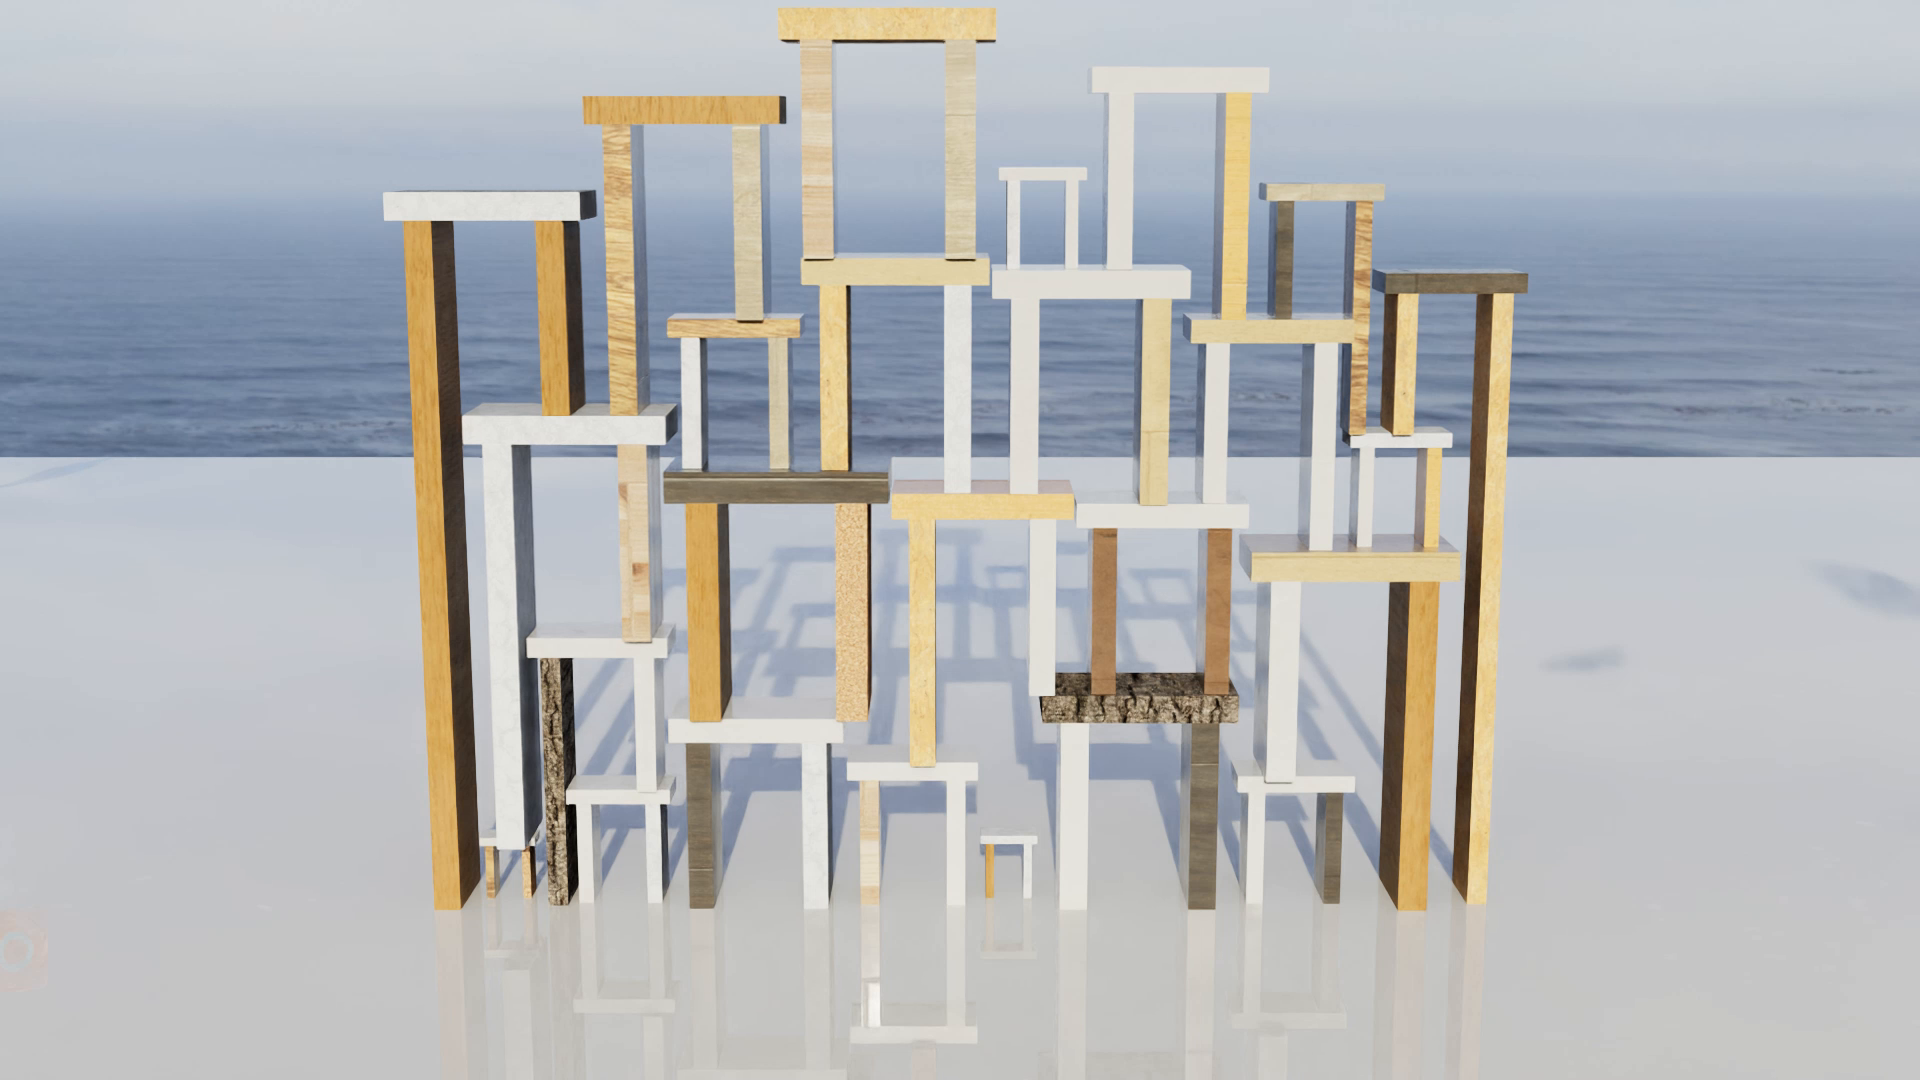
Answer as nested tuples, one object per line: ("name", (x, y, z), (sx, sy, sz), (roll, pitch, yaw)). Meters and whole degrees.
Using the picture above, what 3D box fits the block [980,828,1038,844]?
("block", (0.081, 0.491, 3.653), (0.094, 0.013, 0.047), (0, 11, 0))

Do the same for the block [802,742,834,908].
("block", (-0.235, 0.452, 3.640), (0.040, 0.281, 0.140), (0, 11, 0))

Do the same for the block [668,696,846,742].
("block", (-0.329, 0.295, 3.611), (0.281, 0.040, 0.140), (0, 11, 0))

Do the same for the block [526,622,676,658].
("block", (-0.583, 0.163, 3.589), (0.225, 0.032, 0.113), (0, 11, 0))

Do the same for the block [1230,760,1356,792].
("block", (0.548, 0.390, 3.630), (0.191, 0.027, 0.095), (0, 11, 0))

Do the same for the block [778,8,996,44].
("block", (-0.110, -0.797, 3.406), (0.330, 0.047, 0.165), (0, 11, 0))

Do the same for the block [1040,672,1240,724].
("block", (0.290, 0.258, 3.609), (0.315, 0.045, 0.158), (0, 11, 0))

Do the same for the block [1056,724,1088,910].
("block", (0.185, 0.435, 3.641), (0.045, 0.315, 0.158), (0, 11, 0))

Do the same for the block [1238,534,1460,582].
("block", (0.628, 0.028, 3.565), (0.330, 0.047, 0.165), (0, 11, 0))

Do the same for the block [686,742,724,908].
("block", (-0.423, 0.452, 3.640), (0.040, 0.281, 0.140), (0, 11, 0))

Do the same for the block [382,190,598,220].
("block", (-0.735, -0.527, 3.457), (0.302, 0.043, 0.151), (0, 11, 1))

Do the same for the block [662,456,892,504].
("block", (-0.289, -0.098, 3.542), (0.354, 0.050, 0.177), (0, 11, 0))

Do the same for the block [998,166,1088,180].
("block", (0.129, -0.575, 3.450), (0.137, 0.019, 0.068), (0, 11, 0))

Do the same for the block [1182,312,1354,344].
("block", (0.488, -0.337, 3.494), (0.255, 0.036, 0.127), (0, 11, 0))

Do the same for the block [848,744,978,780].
("block", (-0.077, 0.367, 3.626), (0.212, 0.030, 0.106), (0, 11, 0))

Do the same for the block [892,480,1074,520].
("block", (0.036, -0.066, 3.543), (0.288, 0.041, 0.144), (0, 11, 0))

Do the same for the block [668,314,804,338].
("block", (-0.354, -0.341, 3.494), (0.208, 0.029, 0.104), (0, 11, 0))

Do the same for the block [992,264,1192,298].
("block", (0.204, -0.409, 3.480), (0.307, 0.043, 0.153), (0, 11, 0))

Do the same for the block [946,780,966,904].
("block", (-0.006, 0.486, 3.648), (0.030, 0.212, 0.106), (0, 11, 0))

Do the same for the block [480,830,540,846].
("block", (-0.747, 0.494, 3.651), (0.091, 0.013, 0.045), (0, 11, 0))

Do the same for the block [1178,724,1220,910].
("block", (0.395, 0.435, 3.641), (0.045, 0.315, 0.158), (0, 11, 0))

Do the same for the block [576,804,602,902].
("block", (-0.615, 0.507, 3.652), (0.024, 0.169, 0.085), (0, 11, 0))

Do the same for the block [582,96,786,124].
("block", (-0.426, -0.671, 3.434), (0.300, 0.042, 0.150), (0, 11, 0))

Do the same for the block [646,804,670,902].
("block", (-0.502, 0.507, 3.652), (0.024, 0.169, 0.085), (0, 11, 0))

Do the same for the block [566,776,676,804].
("block", (-0.559, 0.412, 3.634), (0.169, 0.024, 0.085), (0, 10, 0))

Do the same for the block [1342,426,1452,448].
("block", (0.701, -0.165, 3.533), (0.161, 0.023, 0.081), (0, 11, 0))

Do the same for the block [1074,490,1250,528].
("block", (0.321, -0.050, 3.547), (0.273, 0.039, 0.136), (0, 11, 0))

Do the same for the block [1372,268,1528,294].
("block", (0.775, -0.411, 3.487), (0.222, 0.031, 0.111), (0, 11, 0))

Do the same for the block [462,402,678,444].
("block", (-0.621, -0.187, 3.524), (0.318, 0.045, 0.159), (0, 11, 0))

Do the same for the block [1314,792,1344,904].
("block", (0.612, 0.497, 3.649), (0.027, 0.191, 0.095), (0, 11, 0))

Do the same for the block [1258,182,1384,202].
("block", (0.567, -0.548, 3.455), (0.183, 0.026, 0.091), (0, 11, 0))

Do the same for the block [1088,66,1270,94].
("block", (0.337, -0.715, 3.423), (0.270, 0.038, 0.135), (0, 11, 0))

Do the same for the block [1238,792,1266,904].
("block", (0.484, 0.497, 3.649), (0.027, 0.191, 0.095), (0, 11, 0))

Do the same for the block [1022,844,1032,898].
("block", (0.112, 0.544, 3.663), (0.013, 0.094, 0.047), (0, 11, 0))

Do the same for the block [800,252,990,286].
("block", (-0.100, -0.429, 3.480), (0.292, 0.041, 0.146), (0, 11, 0))

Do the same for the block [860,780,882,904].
("block", (-0.148, 0.486, 3.648), (0.030, 0.212, 0.106), (0, 11, 0))

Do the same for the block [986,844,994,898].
("block", (0.050, 0.544, 3.663), (0.013, 0.094, 0.047), (0, 11, 0))
